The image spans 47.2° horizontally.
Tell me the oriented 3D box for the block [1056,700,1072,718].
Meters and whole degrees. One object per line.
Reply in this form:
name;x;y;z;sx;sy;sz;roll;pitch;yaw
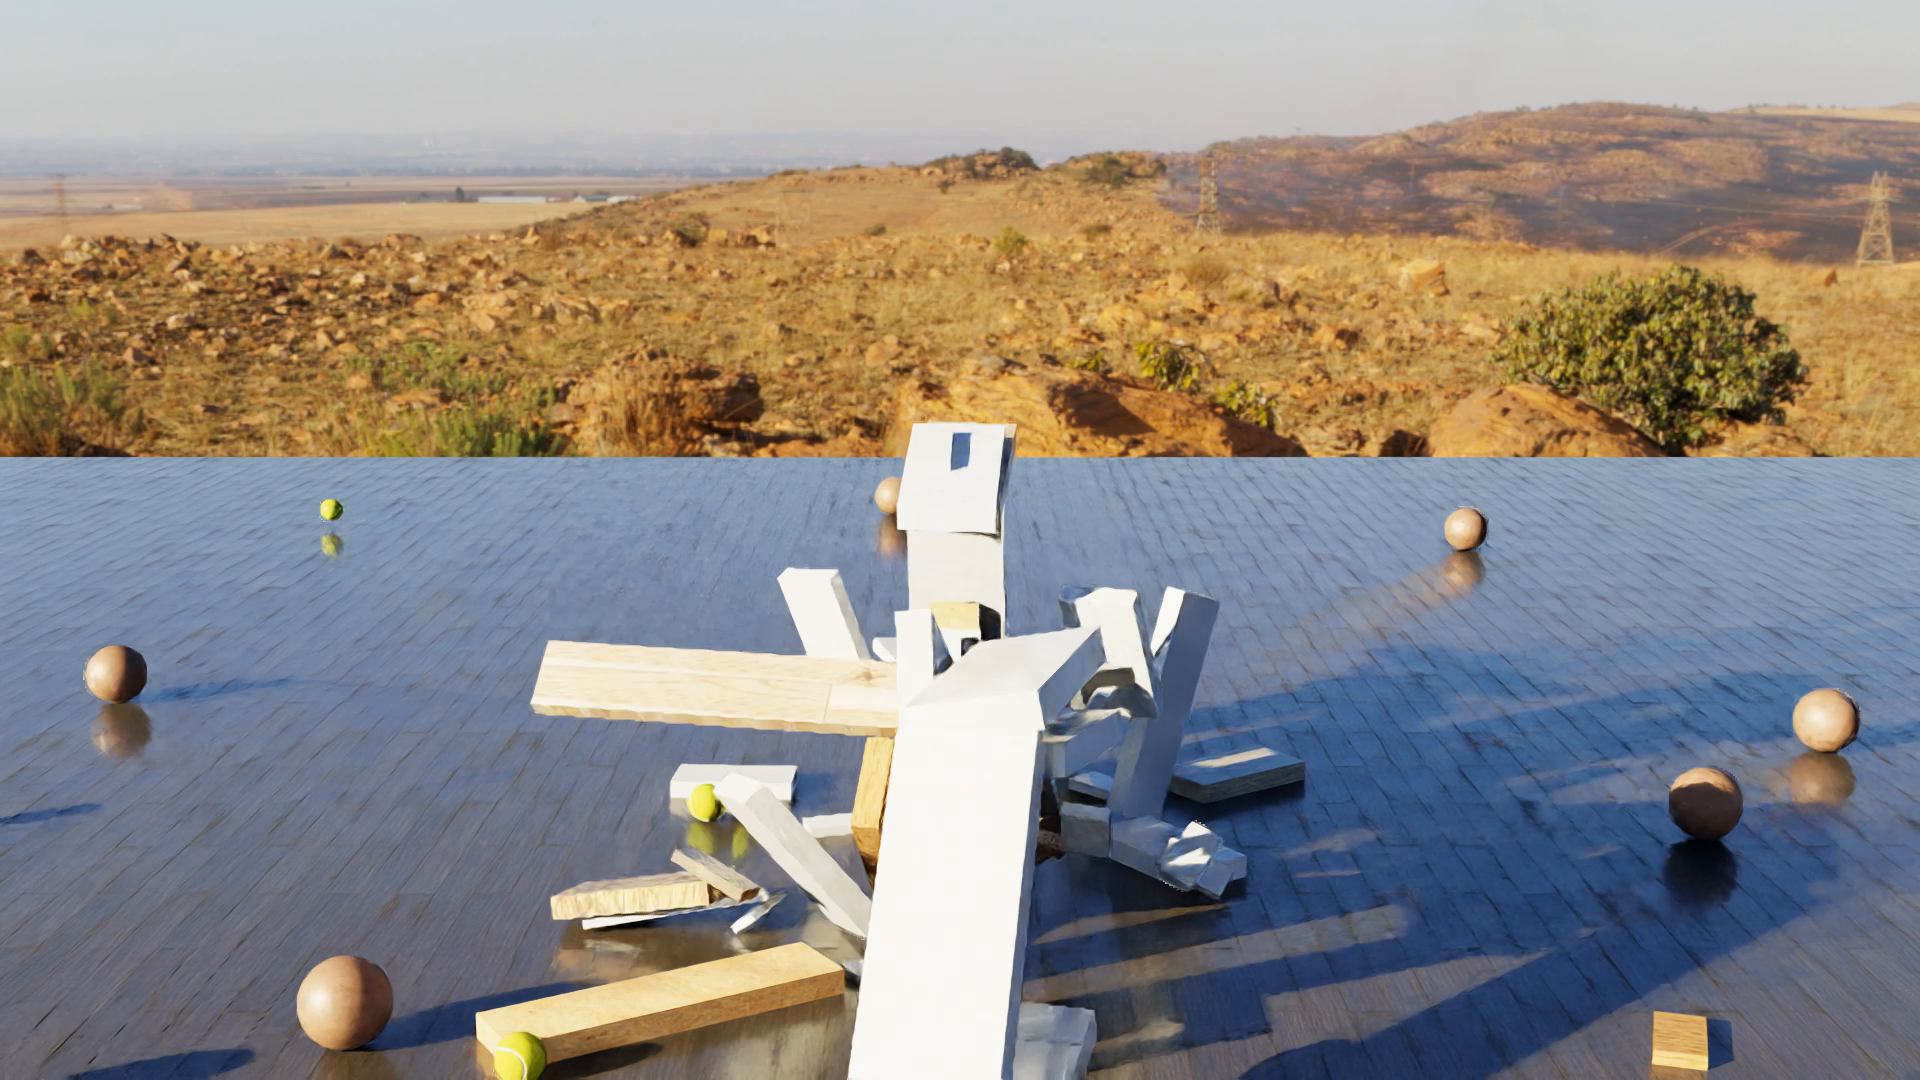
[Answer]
block;0.101;0.228;3.042;0.087;0.025;0.174;-3;2;-4

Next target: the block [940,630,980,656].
block;-0.007;0.214;3.539;0.079;0.022;0.158;0;51;1

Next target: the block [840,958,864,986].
block;-0.135;0.652;3.296;0.049;0.014;0.098;-6;12;-28

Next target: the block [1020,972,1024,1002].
block;0.001;0.557;2.974;0.169;0.337;0.048;0;39;0

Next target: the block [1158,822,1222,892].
block;0.384;0.526;3.661;0.059;0.017;0.118;27;50;17

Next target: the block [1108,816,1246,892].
block;0.358;0.543;3.821;0.134;0.038;0.267;-7;13;-33

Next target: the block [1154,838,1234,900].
block;0.390;0.548;3.664;0.118;0.017;0.059;26;50;17

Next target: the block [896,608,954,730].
block;-0.034;0.253;3.211;0.050;0.177;0.354;-6;-26;7

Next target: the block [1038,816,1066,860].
block;0.146;0.466;3.510;0.017;0.059;0.118;36;-3;38

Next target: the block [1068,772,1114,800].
block;0.283;0.476;4.227;0.071;0.020;0.142;-9;14;-41

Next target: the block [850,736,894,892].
block;-0.118;0.454;3.497;0.043;0.151;0.322;4;-31;9

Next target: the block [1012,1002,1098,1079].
block;0.049;0.666;2.568;0.153;0.043;0.306;3;35;18

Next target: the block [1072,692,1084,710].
block;0.240;0.280;4.428;0.117;0.235;0.033;18;28;-26

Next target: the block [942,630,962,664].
block;-0.037;0.218;3.502;0.079;0.022;0.157;-1;55;2

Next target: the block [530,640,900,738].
block;-0.286;0.241;3.485;0.793;0.117;0.033;3;-33;11

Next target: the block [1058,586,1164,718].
block;0.259;0.193;3.751;0.132;0.264;0.037;3;41;23

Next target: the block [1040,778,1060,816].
block;0.094;0.352;3.236;0.082;0.164;0.023;-5;47;10

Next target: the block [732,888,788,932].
block;-0.321;0.591;3.509;0.049;0.014;0.098;-34;-1;31

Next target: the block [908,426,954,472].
block;-0.045;-0.147;3.518;0.065;0.018;0.130;1;28;2

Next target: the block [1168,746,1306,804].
block;0.529;0.456;4.286;0.267;0.038;0.134;-8;14;-35

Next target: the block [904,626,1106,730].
block;0.066;0.189;2.911;0.177;0.050;0.354;-9;8;18

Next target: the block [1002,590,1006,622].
block;-0.007;0.096;4.246;0.176;0.050;0.353;0;11;-1

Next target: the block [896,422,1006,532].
block;-0.011;-0.102;3.498;0.151;0.043;0.302;2;28;3

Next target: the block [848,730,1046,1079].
block;-0.018;0.484;2.549;0.177;0.552;0.050;-1;-29;16

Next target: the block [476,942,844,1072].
block;-0.424;0.665;3.161;0.516;0.037;0.132;-7;12;-32

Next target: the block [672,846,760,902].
block;-0.380;0.519;3.423;0.131;0.018;0.065;28;6;19

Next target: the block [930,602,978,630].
block;-0.009;0.179;3.617;0.079;0.158;0.022;0;22;1

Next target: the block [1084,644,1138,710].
block;0.242;0.237;3.609;0.020;0.140;0.070;33;-10;1

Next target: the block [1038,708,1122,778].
block;0.101;0.265;2.876;0.153;0.043;0.381;-3;1;15

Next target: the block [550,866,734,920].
block;-0.505;0.566;3.521;0.264;0.037;0.132;-8;0;13

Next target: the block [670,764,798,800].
block;-0.434;0.466;4.245;0.230;0.033;0.115;0;11;2

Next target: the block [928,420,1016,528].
block;0.004;-0.111;3.607;0.151;0.043;0.301;3;28;6

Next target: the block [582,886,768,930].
block;-0.453;0.587;3.509;0.292;0.014;0.049;-9;1;-2

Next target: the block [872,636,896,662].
block;-0.064;0.314;4.918;0.115;0.033;0.562;3;13;-19

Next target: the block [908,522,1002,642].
block;-0.008;0.095;3.620;0.151;0.331;0.043;0;31;1

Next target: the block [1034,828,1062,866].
block;0.091;0.479;3.420;0.082;0.023;0.164;20;-27;-13

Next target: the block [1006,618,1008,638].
block;0.002;0.323;4.138;0.176;0.353;0.050;0;10;0

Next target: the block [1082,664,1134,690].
block;0.150;0.198;3.116;0.174;0.025;0.087;-5;2;-27

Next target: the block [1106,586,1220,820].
block;0.371;0.301;4.014;0.038;0.419;0.134;15;-1;37

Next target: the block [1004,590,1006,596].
block;0.003;0.277;4.379;0.176;0.353;0.050;0;6;2

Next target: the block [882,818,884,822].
block;-0.048;0.309;2.831;0.025;0.087;0.174;38;16;1

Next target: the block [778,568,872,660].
block;-0.251;0.160;4.151;0.117;0.235;0.033;1;35;31

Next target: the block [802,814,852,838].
block;-0.217;0.518;4.005;0.131;0.018;0.065;-3;11;-17

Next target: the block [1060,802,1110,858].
block;0.183;0.424;3.211;0.070;0.020;0.140;8;-29;8

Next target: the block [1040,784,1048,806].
block;0.060;0.445;3.315;0.082;0.337;0.023;17;55;2

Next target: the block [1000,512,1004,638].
block;-0.001;0.040;3.820;0.151;0.301;0.043;0;26;-1

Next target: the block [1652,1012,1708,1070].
block;0.999;0.694;3.053;0.071;0.020;0.142;3;11;17

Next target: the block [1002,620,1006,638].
block;0.004;0.200;3.906;0.158;0.045;0.316;0;10;0

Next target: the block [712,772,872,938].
block;-0.250;0.491;3.424;0.043;0.302;0.151;-45;18;-17
